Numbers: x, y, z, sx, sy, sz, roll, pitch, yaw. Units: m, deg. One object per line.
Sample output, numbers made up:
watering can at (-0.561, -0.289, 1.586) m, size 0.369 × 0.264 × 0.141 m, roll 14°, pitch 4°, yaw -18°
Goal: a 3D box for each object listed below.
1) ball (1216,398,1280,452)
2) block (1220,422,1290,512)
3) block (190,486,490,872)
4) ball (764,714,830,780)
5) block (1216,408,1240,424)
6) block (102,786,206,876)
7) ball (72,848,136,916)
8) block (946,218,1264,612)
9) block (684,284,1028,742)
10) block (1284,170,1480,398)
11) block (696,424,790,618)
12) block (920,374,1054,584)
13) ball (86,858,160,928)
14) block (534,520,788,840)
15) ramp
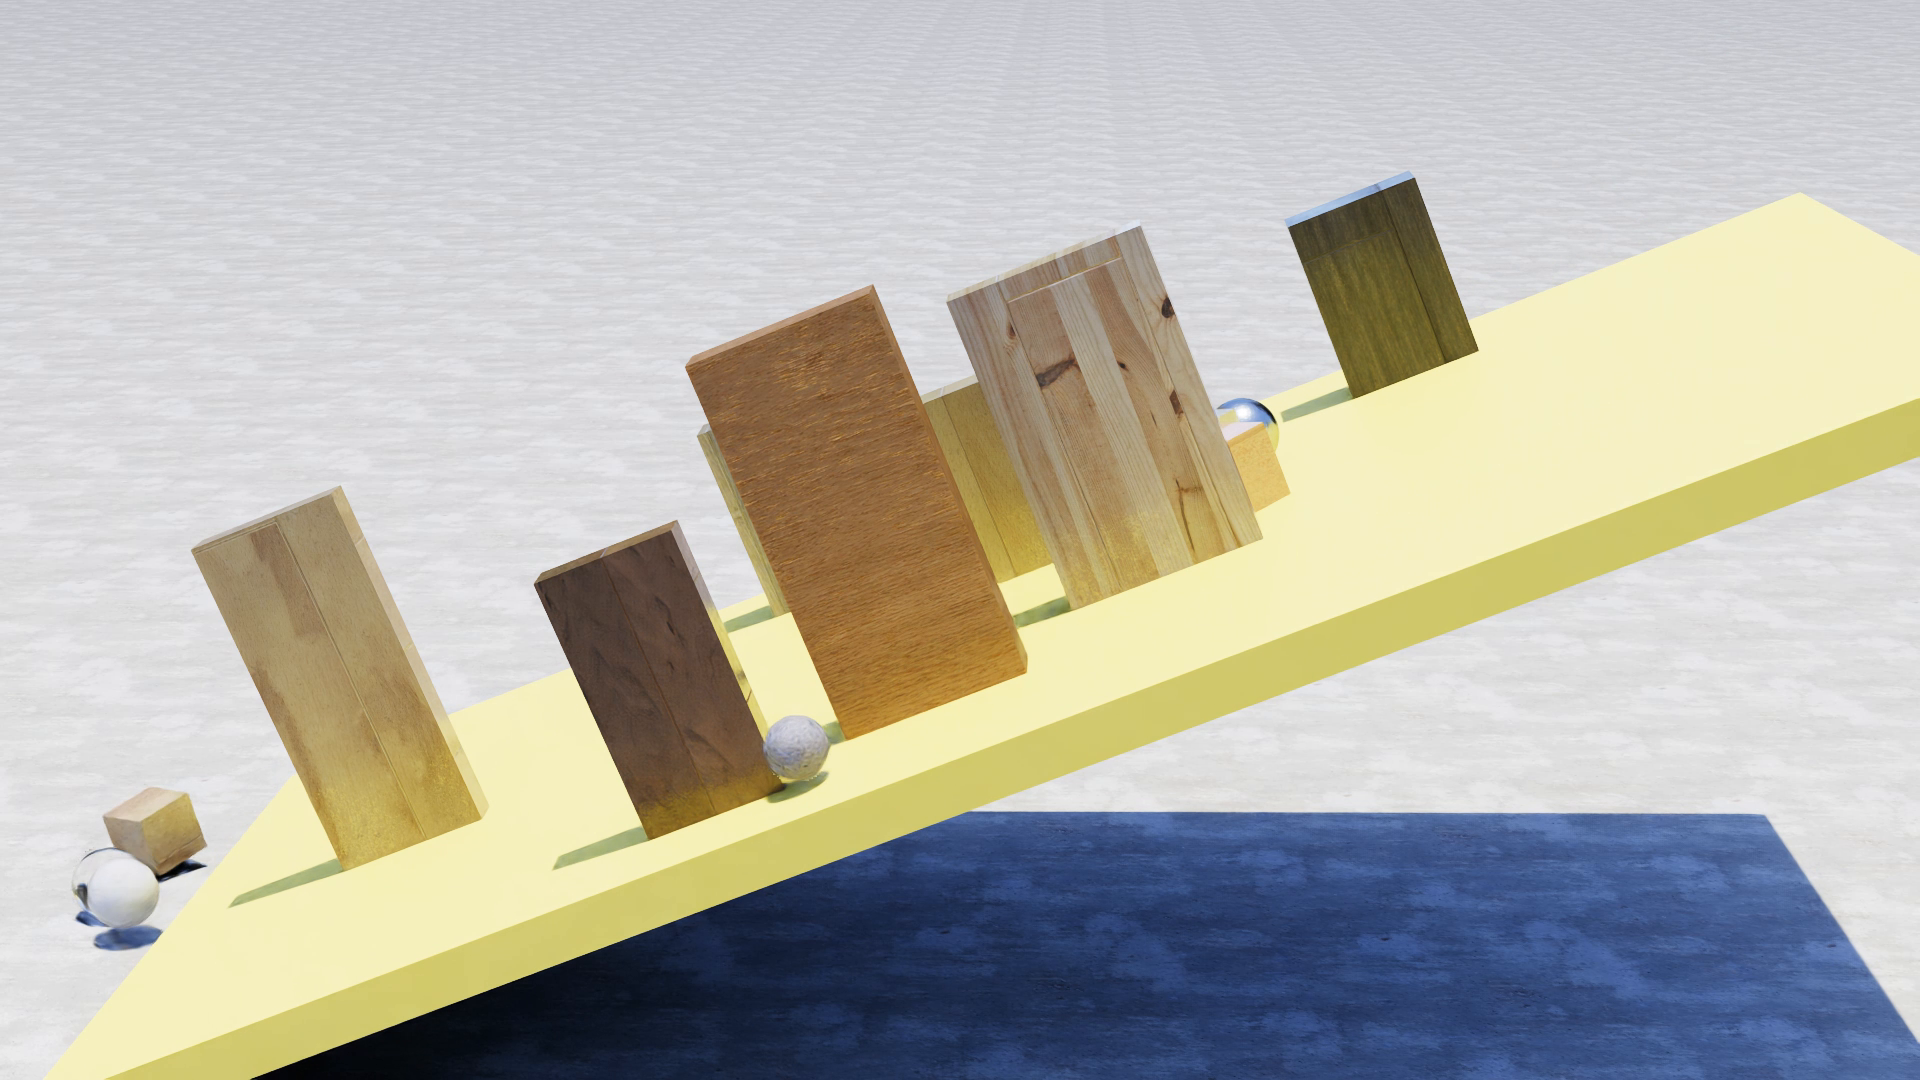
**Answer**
ball at (0.624, -0.232, 6.506) m, size 0.164 × 0.164 × 0.164 m, roll 0°, pitch 14°, yaw 0°
block at (0.562, -0.139, 6.213) m, size 0.165 × 0.165 × 0.165 m, roll -28°, pitch 13°, yaw -23°
block at (-1.316, 0.299, 6.266) m, size 0.328 × 0.768 × 0.084 m, roll -21°, pitch 12°, yaw 7°
ball at (-0.307, 0.390, 5.529) m, size 0.123 × 0.123 × 0.123 m, roll 0°, pitch 14°, yaw 0°
block at (0.510, -0.164, 6.382) m, size 0.180 × 0.180 × 0.180 m, roll -28°, pitch 13°, yaw -24°
block at (-1.939, 0.701, 7.082) m, size 0.149 × 0.149 × 0.149 m, roll 3°, pitch 26°, yaw 38°
ball at (-1.965, 0.791, 6.786) m, size 0.162 × 0.162 × 0.162 m, roll 0°, pitch 14°, yaw 0°
block at (0.294, -0.248, 5.929) m, size 0.414 × 0.683 × 0.094 m, roll -21°, pitch 12°, yaw 7°
block at (-0.193, -0.049, 5.674) m, size 0.378 × 0.797 × 0.115 m, roll -21°, pitch 12°, yaw 7°
block at (0.972, -0.588, 6.784) m, size 0.306 × 0.430 × 0.129 m, roll -21°, pitch 12°, yaw 7°
block at (-0.345, -0.115, 7.004) m, size 0.395 × 0.477 × 0.130 m, roll -21°, pitch 12°, yaw 7°
block at (0.057, -0.133, 6.454) m, size 0.320 × 0.434 × 0.112 m, roll -21°, pitch 12°, yaw 7°
ball at (-1.889, 0.798, 6.639) m, size 0.158 × 0.158 × 0.158 m, roll 0°, pitch 14°, yaw 0°
block at (-0.563, 0.268, 5.576) m, size 0.283 × 0.544 × 0.086 m, roll -21°, pitch 12°, yaw 7°
ramp at (0.125, 0.173, 6.290) m, size 4.000 × 0.100 × 2.000 m, roll -21°, pitch 12°, yaw 7°
